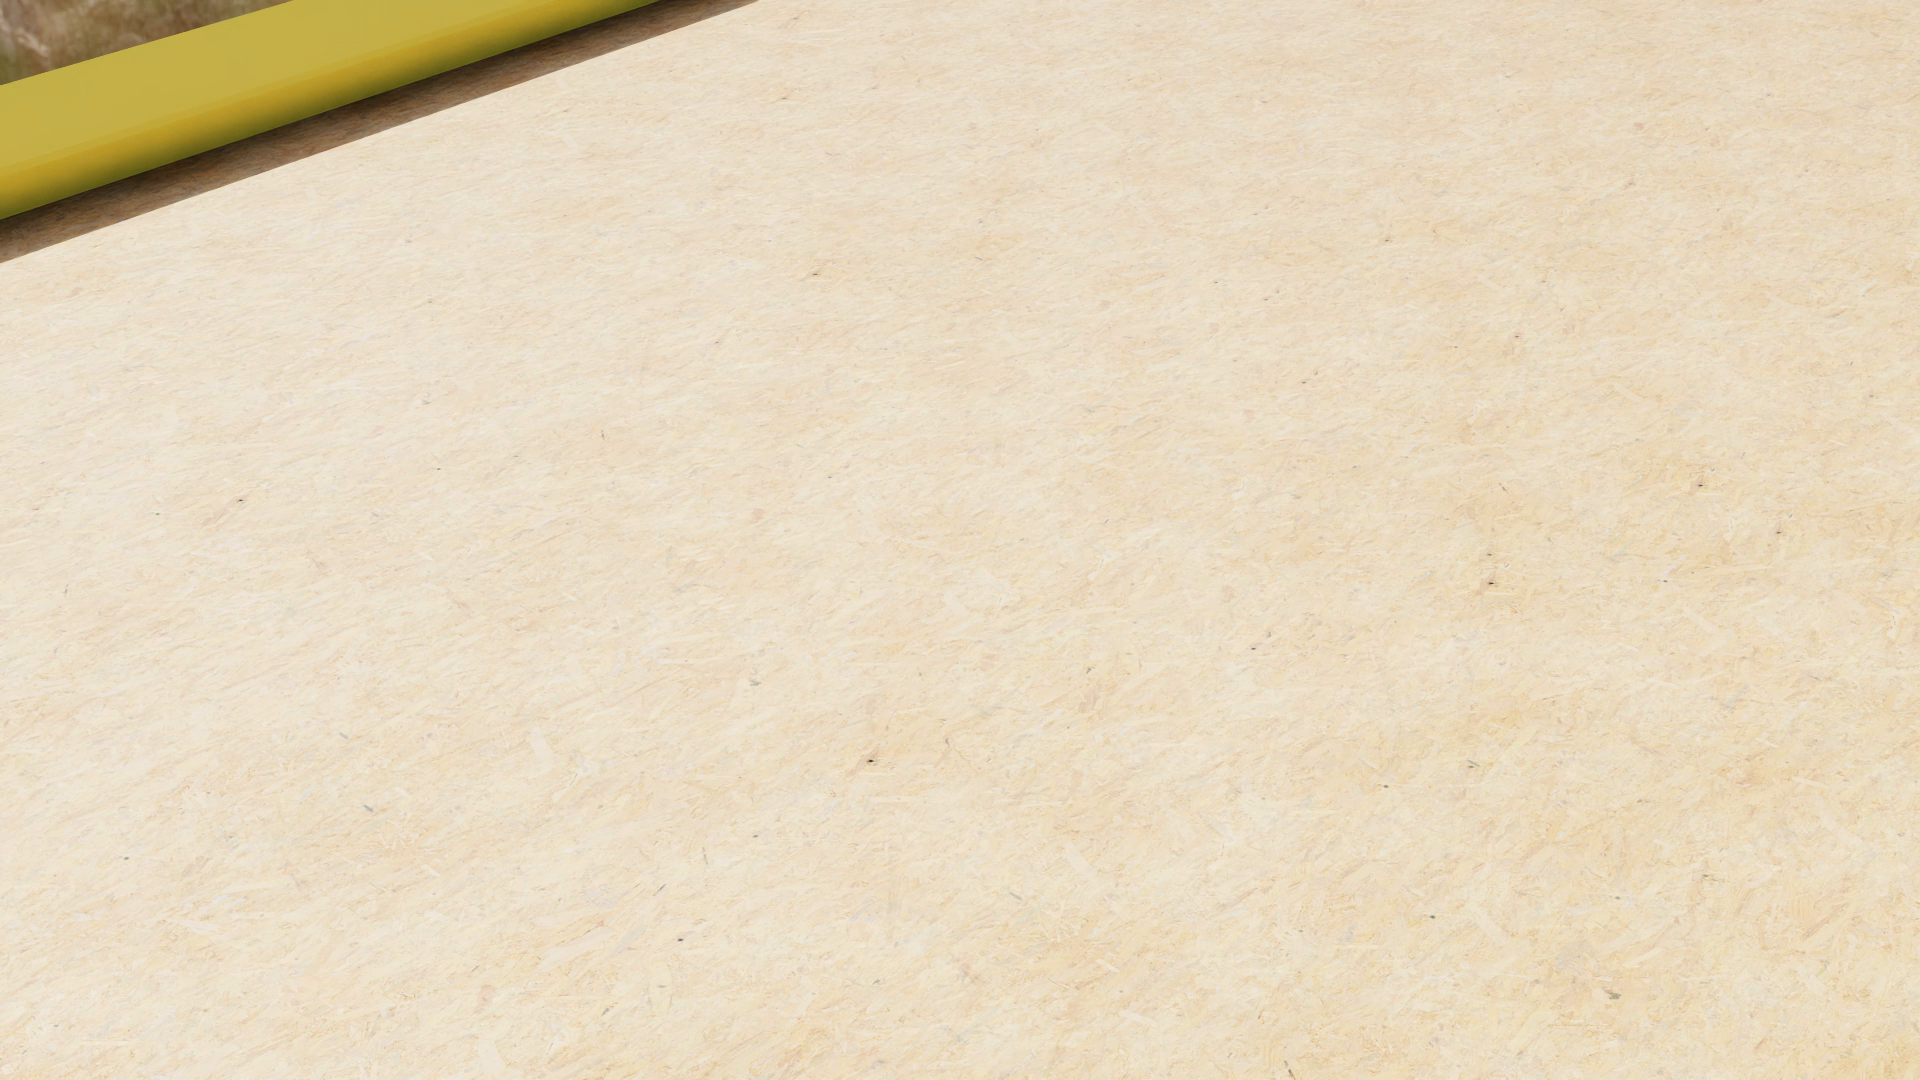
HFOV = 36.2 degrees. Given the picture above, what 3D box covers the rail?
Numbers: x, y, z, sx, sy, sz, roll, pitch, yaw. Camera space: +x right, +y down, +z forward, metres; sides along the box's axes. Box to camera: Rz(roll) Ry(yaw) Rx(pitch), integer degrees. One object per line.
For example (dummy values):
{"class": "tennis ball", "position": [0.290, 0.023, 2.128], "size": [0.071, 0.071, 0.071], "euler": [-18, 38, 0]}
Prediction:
{"class": "rail", "position": [-0.344, -0.592, 3.031], "size": [0.045, 0.110, 3.643], "euler": [16, 30, 31]}
